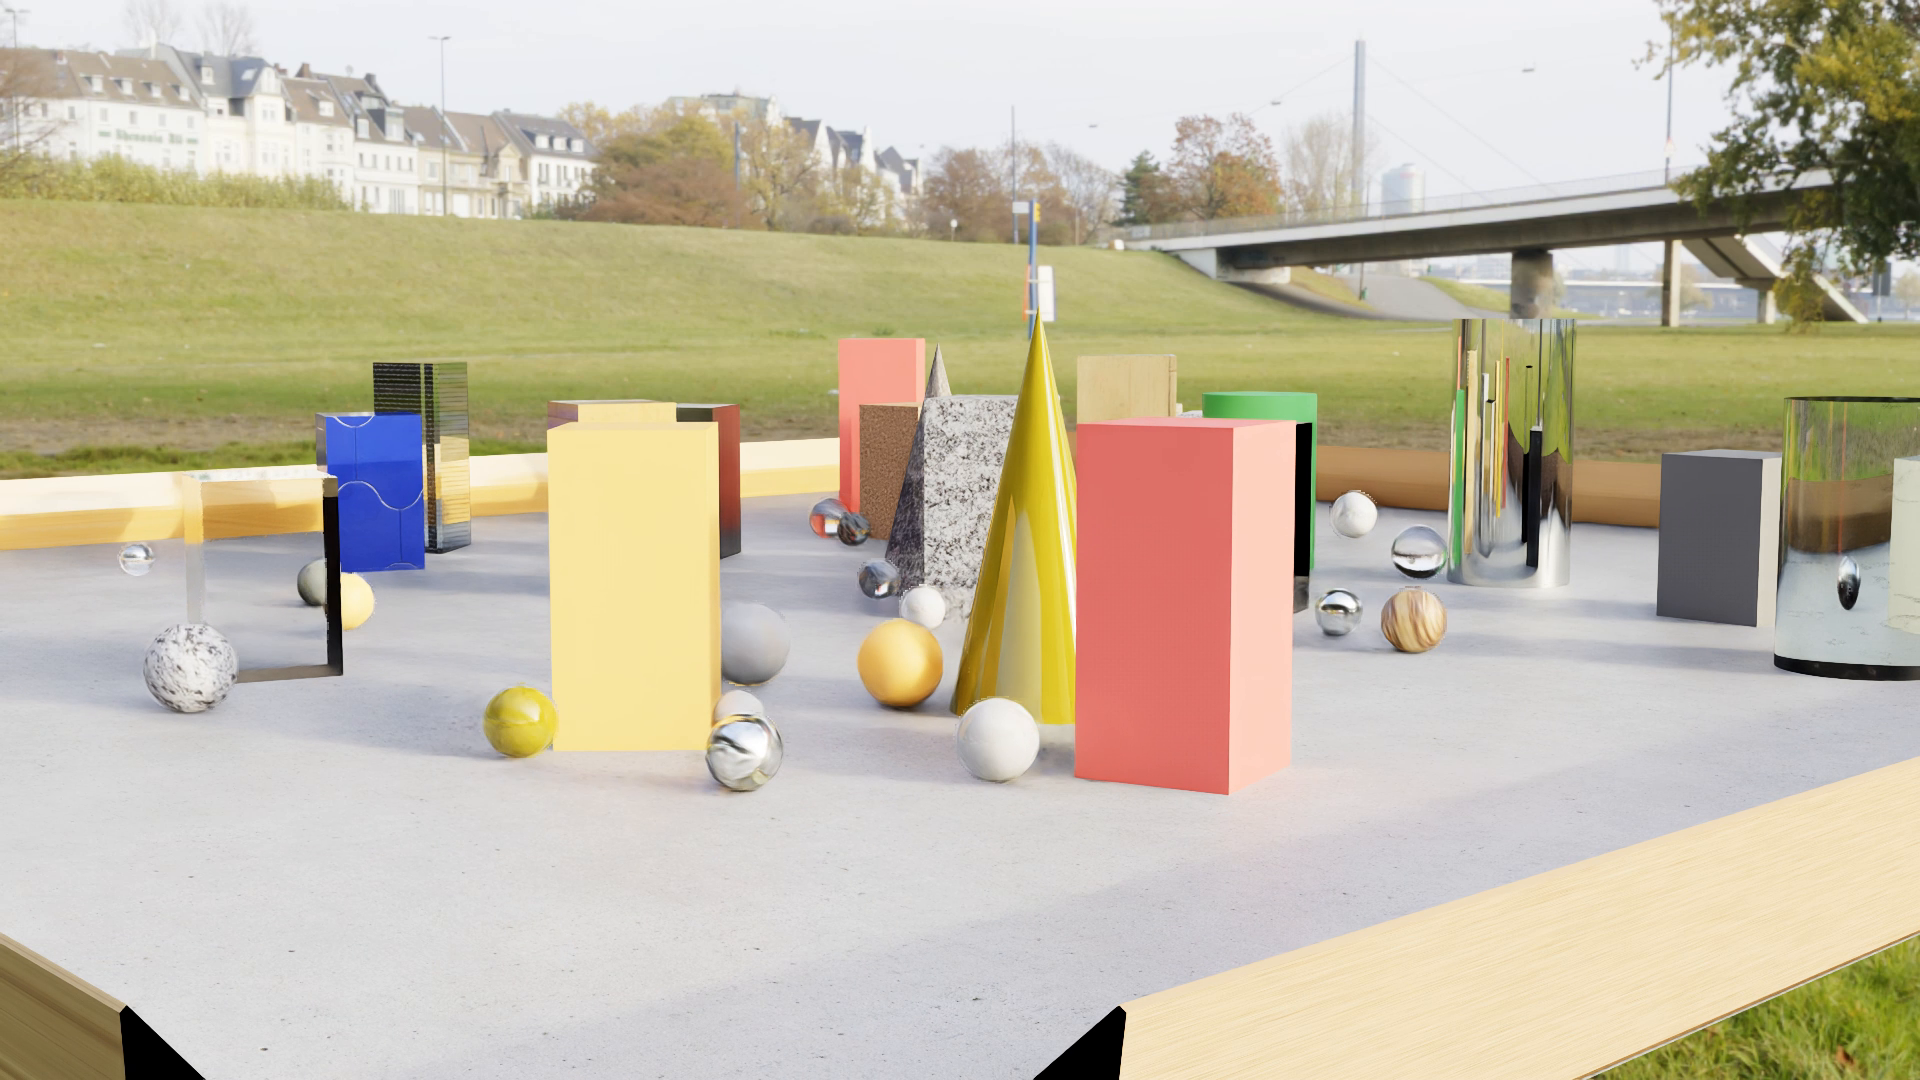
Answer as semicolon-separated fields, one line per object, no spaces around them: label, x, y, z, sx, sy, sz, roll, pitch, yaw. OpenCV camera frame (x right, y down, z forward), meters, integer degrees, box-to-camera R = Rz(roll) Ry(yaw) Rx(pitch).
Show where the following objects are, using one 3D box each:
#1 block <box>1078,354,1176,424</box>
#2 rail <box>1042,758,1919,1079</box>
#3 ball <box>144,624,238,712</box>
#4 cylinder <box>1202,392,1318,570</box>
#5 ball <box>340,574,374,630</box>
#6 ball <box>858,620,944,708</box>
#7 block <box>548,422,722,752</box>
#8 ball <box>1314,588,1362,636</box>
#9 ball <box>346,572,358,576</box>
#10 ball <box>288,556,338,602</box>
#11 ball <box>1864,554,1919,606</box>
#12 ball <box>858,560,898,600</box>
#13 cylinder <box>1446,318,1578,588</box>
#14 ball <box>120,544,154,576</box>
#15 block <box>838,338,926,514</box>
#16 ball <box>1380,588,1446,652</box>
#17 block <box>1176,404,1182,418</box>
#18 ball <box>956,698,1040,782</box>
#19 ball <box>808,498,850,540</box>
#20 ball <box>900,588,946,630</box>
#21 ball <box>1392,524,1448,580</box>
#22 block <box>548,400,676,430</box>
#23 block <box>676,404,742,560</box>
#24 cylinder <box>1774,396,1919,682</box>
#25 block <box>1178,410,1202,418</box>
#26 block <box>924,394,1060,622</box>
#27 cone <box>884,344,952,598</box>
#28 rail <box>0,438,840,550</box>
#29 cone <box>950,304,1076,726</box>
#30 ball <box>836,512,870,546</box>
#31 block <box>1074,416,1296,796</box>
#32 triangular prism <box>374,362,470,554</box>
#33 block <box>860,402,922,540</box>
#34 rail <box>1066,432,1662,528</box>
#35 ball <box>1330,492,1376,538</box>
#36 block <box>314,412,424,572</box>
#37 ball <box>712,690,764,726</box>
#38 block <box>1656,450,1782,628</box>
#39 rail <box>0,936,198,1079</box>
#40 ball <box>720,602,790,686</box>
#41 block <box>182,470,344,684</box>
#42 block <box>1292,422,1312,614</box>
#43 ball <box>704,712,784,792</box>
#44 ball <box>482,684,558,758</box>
block;0.271;-0.117;3.606;0.158;0.372;0.158;0;6;3
rail;1.184;0.167;2.056;3.733;0.128;0.045;-5;8;-42
ball;-0.856;0.142;2.446;0.099;0.099;0.099;0;6;0
cylinder;0.518;-0.104;3.822;0.198;0.301;0.198;0;6;0
ball;-0.859;0.086;3.071;0.080;0.080;0.080;0;6;0
ball;-0.067;0.139;2.475;0.097;0.097;0.097;0;6;0
block;-0.336;0.044;2.294;0.158;0.325;0.158;0;6;-2
ball;0.521;0.099;3.021;0.065;0.065;0.065;0;6;0
ball;-0.932;0.073;3.356;0.046;0.046;0.046;0;6;0
ball;-0.990;0.060;3.365;0.072;0.072;0.072;0;6;0
ball;1.405;0.060;3.311;0.081;0.081;0.081;0;6;0
ball;-0.125;0.062;3.390;0.062;0.062;0.062;0;6;0
cylinder;0.905;-0.147;3.609;0.198;0.431;0.198;0;6;0
ball;-1.385;0.033;3.701;0.054;0.054;0.054;0;6;0
block;-0.160;-0.223;4.557;0.158;0.386;0.158;1;6;6
ball;0.591;0.105;2.871;0.084;0.084;0.084;0;6;0
block;0.351;-0.156;4.547;0.158;0.255;0.158;-2;6;-22
ball;0.036;0.190;2.085;0.079;0.079;0.079;0;6;0
ball;-0.255;-0.042;4.293;0.080;0.080;0.080;0;6;0
ball;-0.051;0.096;3.057;0.062;0.062;0.062;0;6;0
ball;0.761;0.020;3.643;0.092;0.092;0.092;0;6;0
block;-0.551;-0.068;3.486;0.158;0.301;0.158;-3;7;-27
block;-0.498;-0.107;3.988;0.158;0.274;0.158;1;6;12
cylinder;1.122;-0.007;2.731;0.198;0.335;0.198;0;6;0
block;0.523;-0.131;4.367;0.158;0.243;0.158;2;6;16
block;0.048;-0.049;3.209;0.158;0.319;0.158;2;6;17
cone;-0.035;-0.116;3.487;0.198;0.396;0.198;0;6;0
rail;-1.184;-0.100;4.608;3.733;0.128;0.045;-5;8;-42
cone;0.087;-0.036;2.444;0.198;0.452;0.198;0;6;0
ball;-0.201;-0.019;4.160;0.064;0.064;0.064;0;6;0
block;0.217;0.056;2.116;0.158;0.338;0.158;3;7;29
triangular prism;-0.980;-0.159;4.123;0.171;0.348;0.148;4;7;35
block;-0.086;-0.136;4.319;0.158;0.261;0.158;5;8;42
rail;1.354;-0.096;4.575;0.045;0.128;3.540;-5;8;-42
ball;0.773;-0.049;4.318;0.089;0.089;0.089;0;6;0
block;-1.027;-0.086;3.825;0.158;0.266;0.158;-2;6;-23
ball;-0.230;0.182;2.279;0.053;0.053;0.053;0;6;0
block;1.131;-0.007;3.200;0.158;0.237;0.158;-5;8;-41
rail;-1.354;0.163;2.089;0.045;0.128;3.540;-5;8;-42
ball;-0.251;0.124;2.619;0.099;0.099;0.099;0;6;0
block;-0.860;0.041;2.712;0.158;0.243;0.158;-3;7;-27
block;0.416;-0.033;3.249;0.158;0.279;0.158;3;7;28
ball;-0.201;0.197;2.044;0.073;0.073;0.073;0;6;0
ball;-0.439;0.181;2.194;0.073;0.073;0.073;0;6;0
